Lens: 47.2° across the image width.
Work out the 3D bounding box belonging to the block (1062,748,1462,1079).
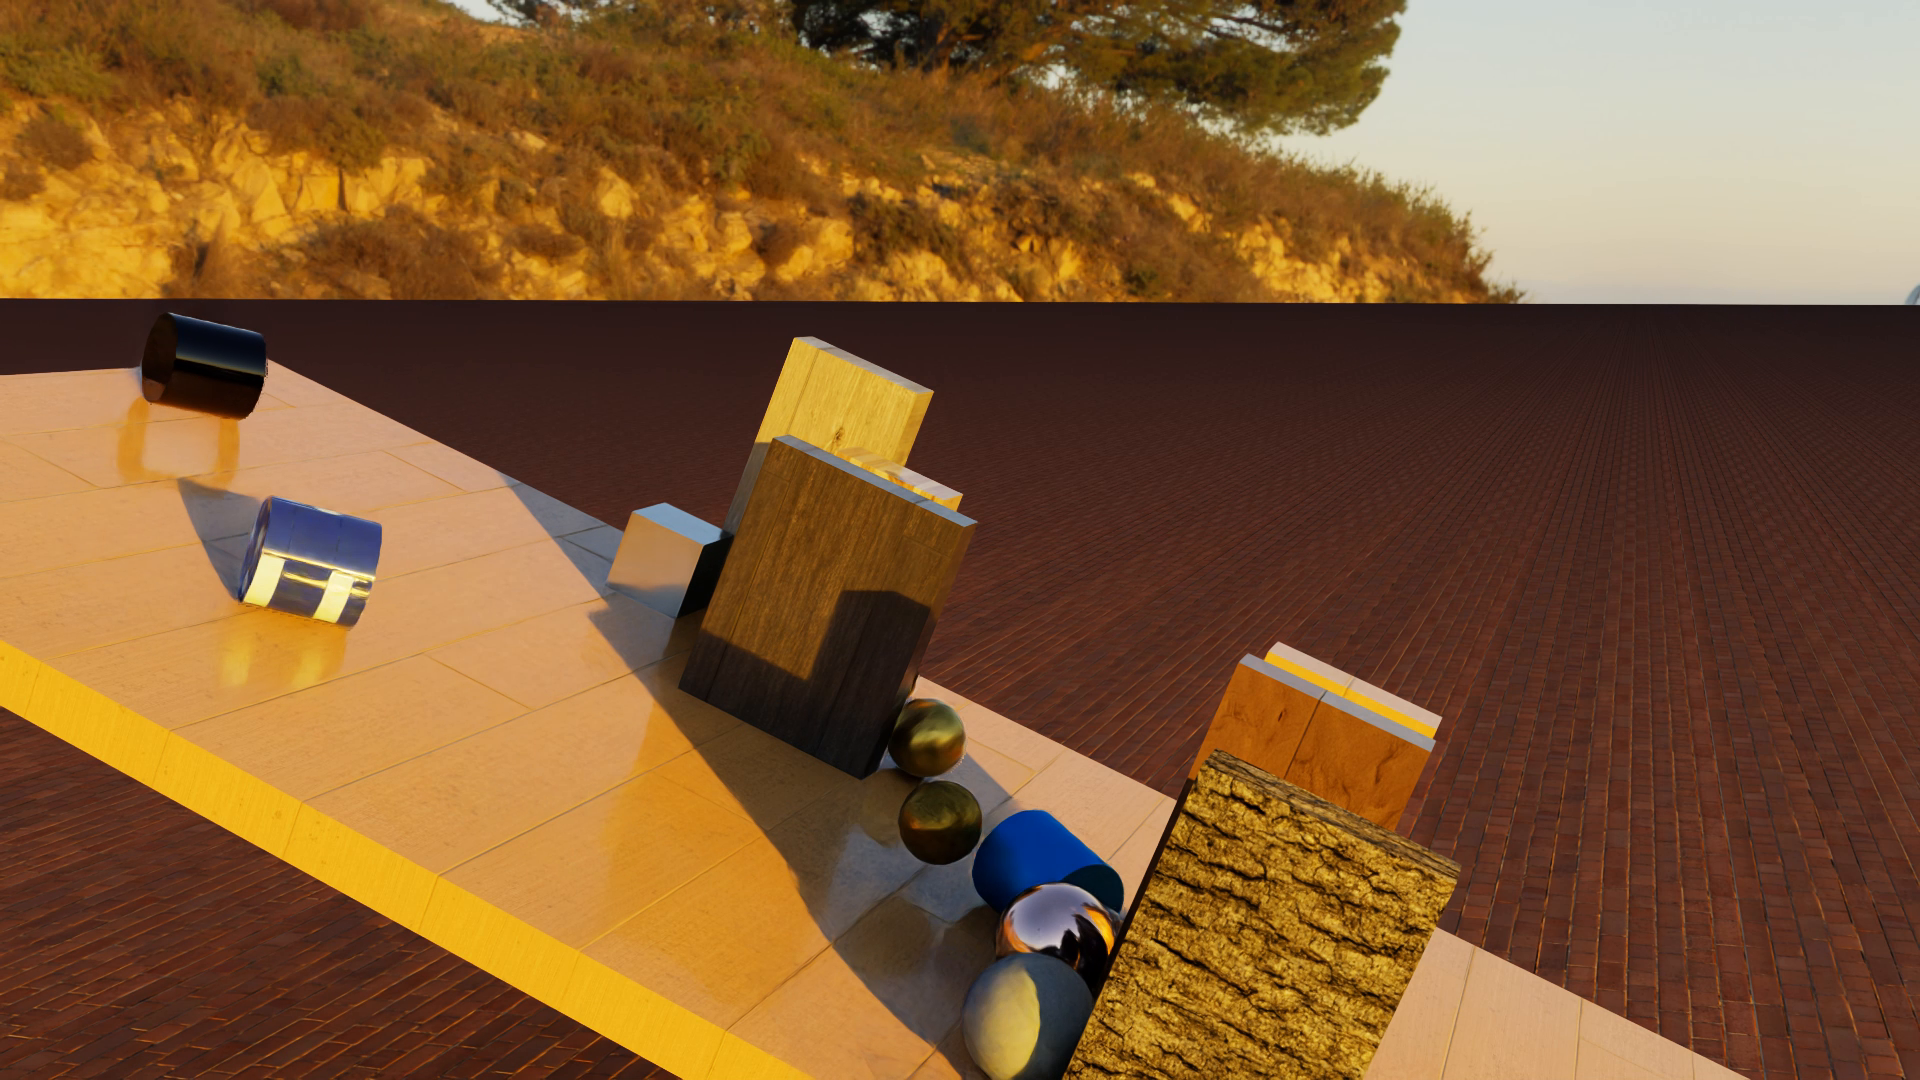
[{"bbox_3d":[0.394,0.668,3.093,0.372,0.643,0.108,25,13,13],"label":"block"}]

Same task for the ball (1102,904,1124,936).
[{"bbox_3d":[0.222,0.700,3.785,0.152,0.152,0.152,0,7,0],"label":"ball"}]

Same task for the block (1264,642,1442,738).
[{"bbox_3d":[0.537,0.547,3.748,0.301,0.676,0.105,25,13,13],"label":"block"}]

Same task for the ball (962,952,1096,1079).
[{"bbox_3d":[0.104,0.720,3.291,0.203,0.203,0.203,0,7,0],"label":"ball"}]

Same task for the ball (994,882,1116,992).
[{"bbox_3d":[0.156,0.660,3.607,0.199,0.199,0.199,0,7,0],"label":"ball"}]

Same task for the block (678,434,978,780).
[{"bbox_3d":[-0.268,0.132,4.380,0.427,0.554,0.092,25,13,13],"label":"block"}]

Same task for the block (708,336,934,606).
[{"bbox_3d":[-0.333,-0.097,4.986,0.314,0.652,0.114,25,13,13],"label":"block"}]

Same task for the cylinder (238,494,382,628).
[{"bbox_3d":[-1.188,0.040,4.021,0.201,0.201,0.201,16,0,-25],"label":"cylinder"}]

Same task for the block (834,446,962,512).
[{"bbox_3d":[-0.222,0.092,4.699,0.257,0.519,0.134,25,13,13],"label":"block"}]

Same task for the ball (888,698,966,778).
[{"bbox_3d":[-0.070,0.403,4.486,0.163,0.163,0.163,0,7,0],"label":"ball"}]

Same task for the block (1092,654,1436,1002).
[{"bbox_3d":[0.447,0.567,3.441,0.316,0.709,0.086,25,13,13],"label":"block"}]

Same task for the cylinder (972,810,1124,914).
[{"bbox_3d":[0.157,0.615,3.925,0.195,0.195,0.195,-5,26,-34],"label":"cylinder"}]

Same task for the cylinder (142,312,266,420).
[{"bbox_3d":[-1.695,-0.388,4.928,0.204,0.204,0.204,11,-2,-39],"label":"cylinder"}]

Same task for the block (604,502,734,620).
[{"bbox_3d":[-0.651,0.045,4.938,0.182,0.182,0.182,25,13,11],"label":"block"}]

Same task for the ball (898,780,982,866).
[{"bbox_3d":[-0.035,0.507,3.946,0.151,0.151,0.151,0,7,0],"label":"ball"}]

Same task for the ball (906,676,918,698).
[{"bbox_3d":[-0.152,0.305,4.858,0.115,0.115,0.115,0,7,0],"label":"ball"}]

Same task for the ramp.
[{"bbox_3d":[-0.300,0.528,4.191,4.000,0.100,2.000,25,13,13],"label":"ramp"}]
